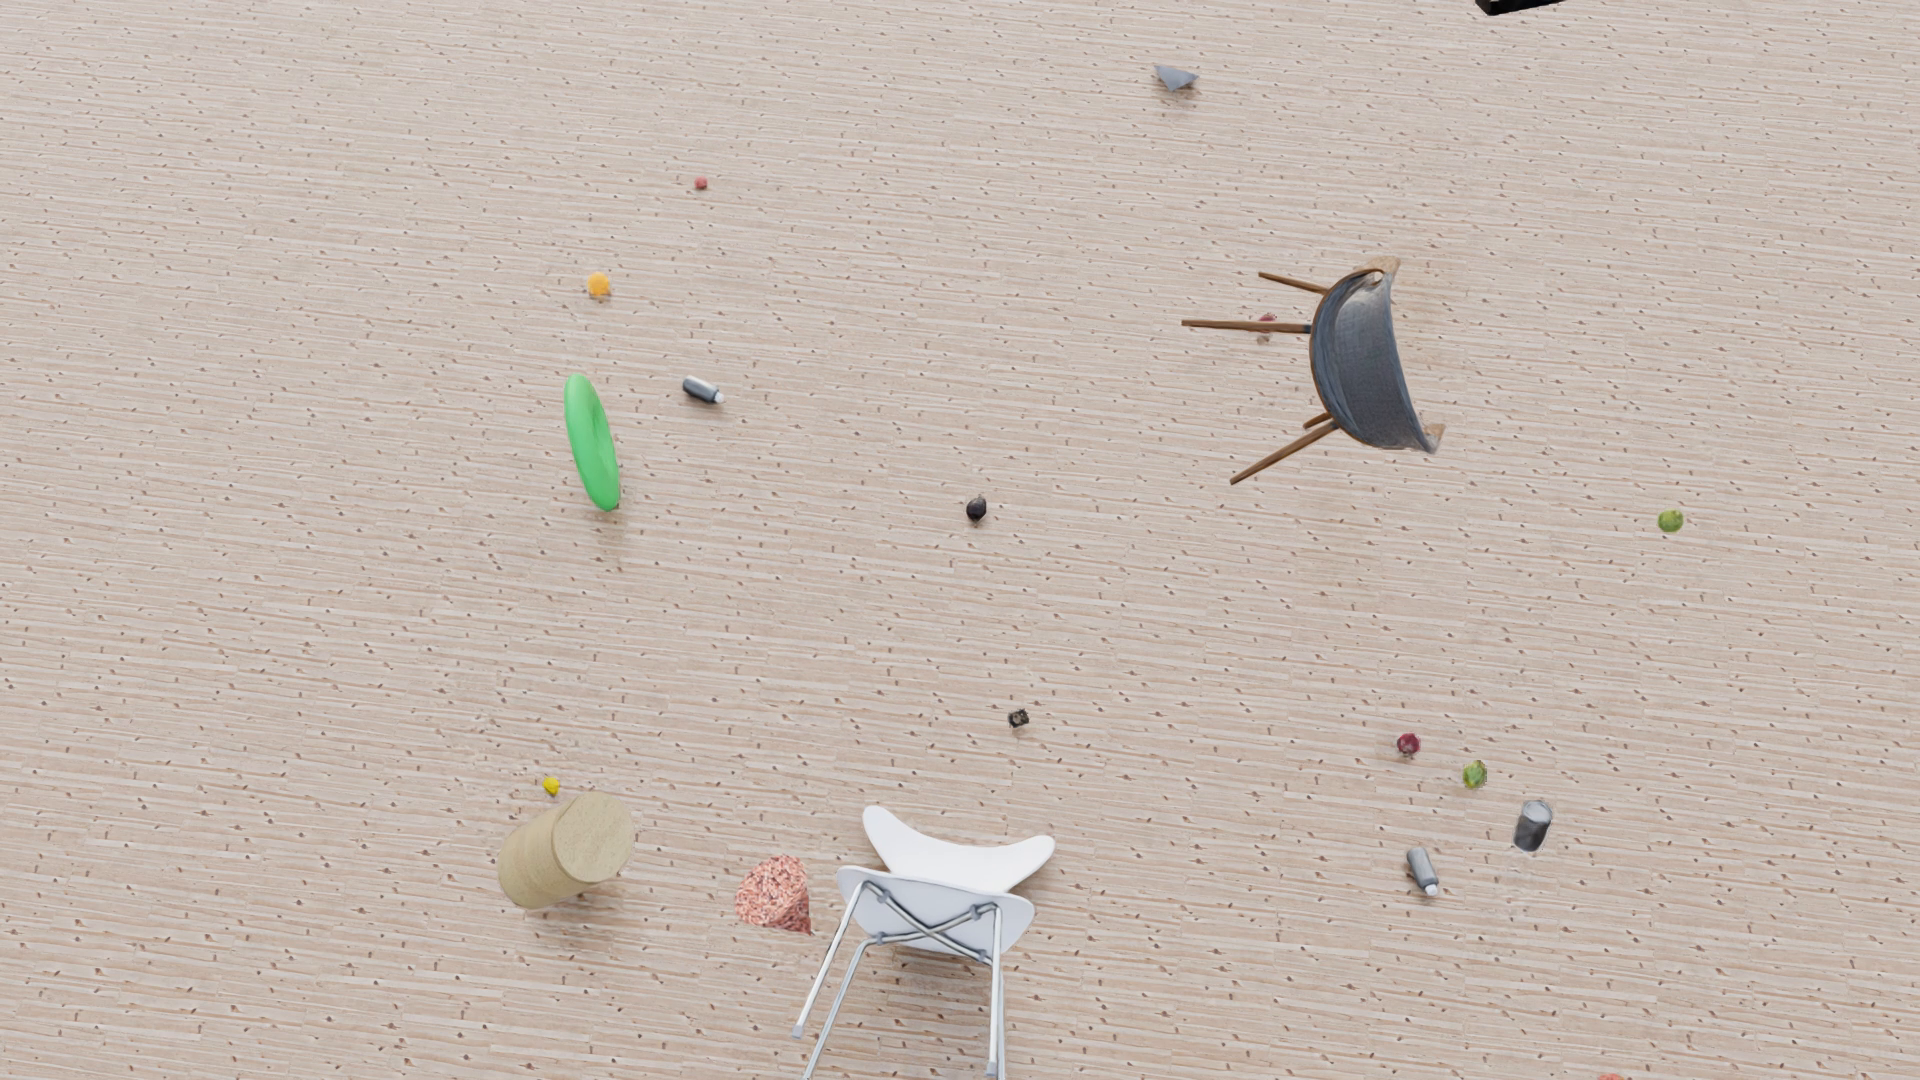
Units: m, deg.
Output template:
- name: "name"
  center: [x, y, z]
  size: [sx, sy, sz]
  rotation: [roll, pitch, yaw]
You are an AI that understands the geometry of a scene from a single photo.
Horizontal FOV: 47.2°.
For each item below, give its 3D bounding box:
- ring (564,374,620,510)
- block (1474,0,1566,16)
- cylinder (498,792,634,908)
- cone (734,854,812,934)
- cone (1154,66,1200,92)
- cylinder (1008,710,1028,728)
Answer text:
- name: "ring"
  center: [-1.094, -0.292, 6.542]
  size: [0.072, 0.384, 0.446]
  rotation: [-15, 54, 2]
- name: "block"
  center: [1.770, -1.857, 6.880]
  size: [0.275, 0.357, 0.150]
  rotation: [-14, 46, -12]
- name: "cylinder"
  center: [-1.042, 0.819, 5.803]
  size: [0.221, 0.290, 0.262]
  rotation: [49, 45, -13]
- name: "cone"
  center: [-0.425, 0.936, 5.526]
  size: [0.206, 0.203, 0.212]
  rotation: [-34, 36, 2]
- name: "cone"
  center: [0.739, -1.586, 7.610]
  size: [0.168, 0.114, 0.074]
  rotation: [18, 96, 20]
- name: "cylinder"
  center: [0.165, 0.503, 6.198]
  size: [0.040, 0.044, 0.043]
  rotation: [-25, 78, 27]
